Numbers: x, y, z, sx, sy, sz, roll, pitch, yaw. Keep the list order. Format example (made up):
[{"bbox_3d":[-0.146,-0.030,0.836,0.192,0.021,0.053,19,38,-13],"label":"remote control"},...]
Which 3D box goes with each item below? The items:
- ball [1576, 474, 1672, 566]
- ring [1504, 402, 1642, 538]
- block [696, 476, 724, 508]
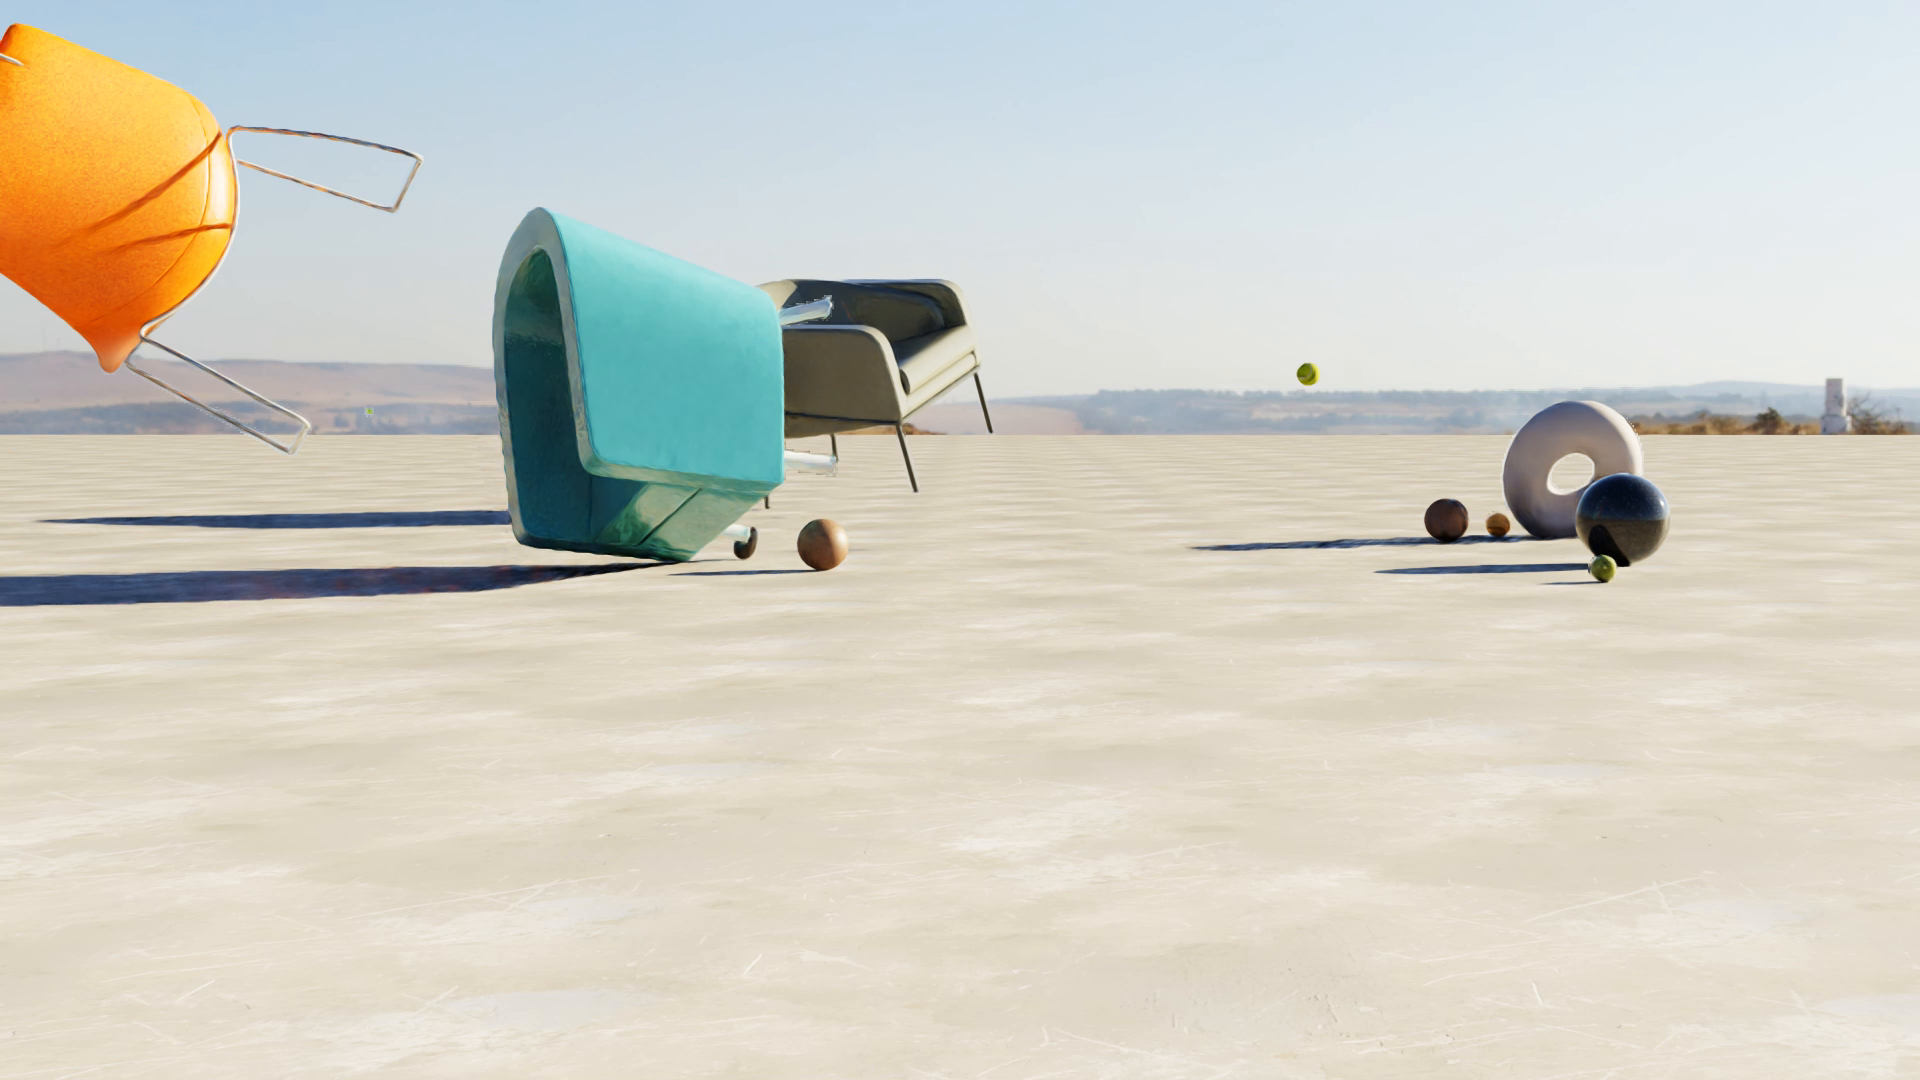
[{"bbox_3d":[1.691,-0.053,5.611,0.235,0.235,0.235,0,4,0],"label":"ball"},{"bbox_3d":[1.850,-0.203,6.648,0.404,0.478,0.163,7,31,4],"label":"ring"},{"bbox_3d":[-0.932,-0.180,8.230,0.077,0.072,0.064,-26,35,10],"label":"block"}]
